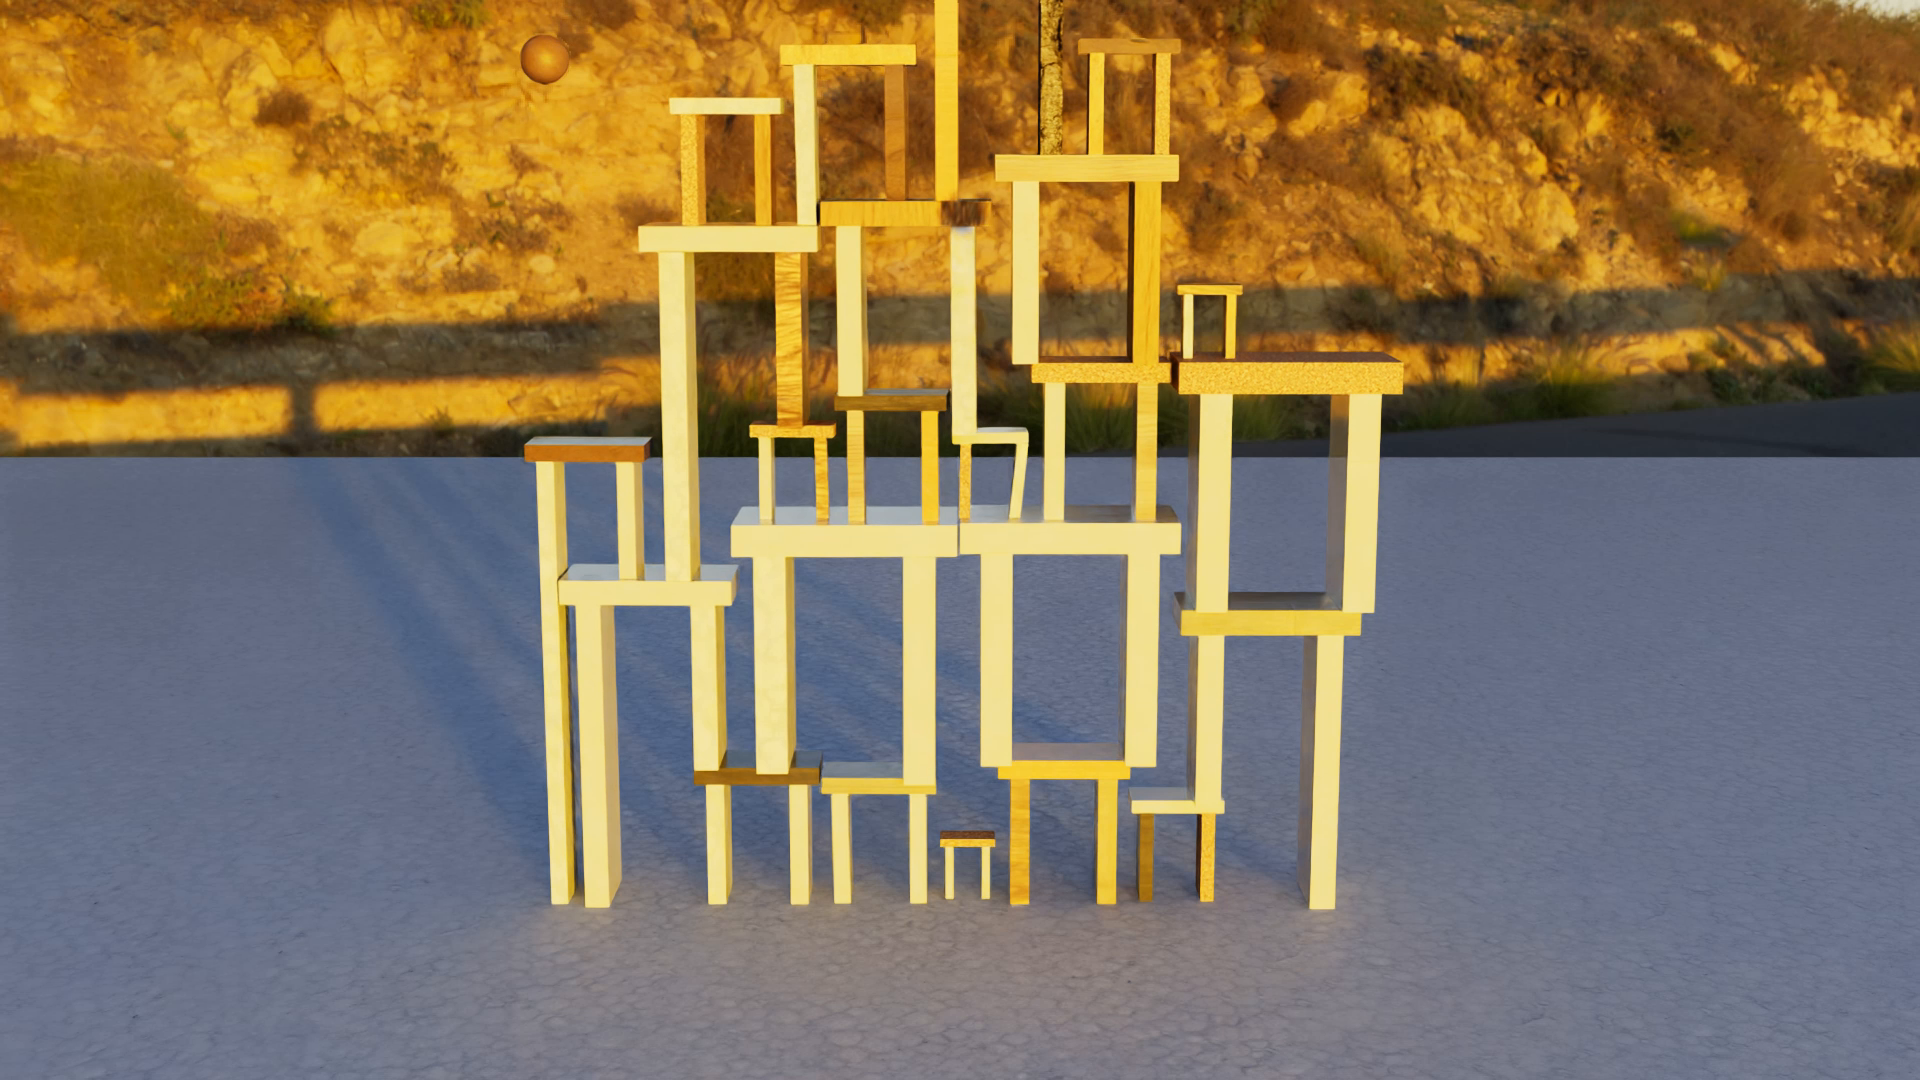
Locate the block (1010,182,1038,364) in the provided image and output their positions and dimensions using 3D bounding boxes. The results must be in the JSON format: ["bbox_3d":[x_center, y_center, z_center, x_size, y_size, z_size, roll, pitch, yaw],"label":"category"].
[{"bbox_3d":[0.102,-0.427,3.481,0.040,0.282,0.141,0,11,0],"label":"block"}]

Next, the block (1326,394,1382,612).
[{"bbox_3d":[0.632,-0.072,3.543,0.049,0.348,0.174,0,11,0],"label":"block"}]

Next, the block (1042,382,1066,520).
[{"bbox_3d":[0.150,-0.149,3.532,0.031,0.220,0.110,0,11,0],"label":"block"}]

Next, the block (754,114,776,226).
[{"bbox_3d":[-0.304,-0.580,3.440,0.024,0.170,0.085,0,11,1],"label":"block"}]

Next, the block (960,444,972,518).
[{"bbox_3d":[0.008,-0.100,3.537,0.017,0.121,0.060,1,11,0],"label":"block"}]

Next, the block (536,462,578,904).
[{"bbox_3d":[-0.659,0.229,3.600,0.027,0.736,0.095,0,11,0],"label":"block"}]

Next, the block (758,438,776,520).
[{"bbox_3d":[-0.310,-0.104,3.540,0.019,0.133,0.067,0,11,1],"label":"block"}]

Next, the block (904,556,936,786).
[{"bbox_3d":[-0.065,0.195,3.599,0.050,0.375,0.178,0,11,0],"label":"block"}]

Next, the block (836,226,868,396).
[{"bbox_3d":[-0.171,-0.368,3.493,0.037,0.265,0.132,0,11,2],"label":"block"}]

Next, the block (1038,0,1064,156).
[{"bbox_3d":[0.141,-0.721,3.421,0.034,0.239,0.119,0,11,0],"label":"block"}]

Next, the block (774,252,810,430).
[{"bbox_3d":[-0.265,-0.323,3.495,0.039,0.276,0.138,0,11,1],"label":"block"}]

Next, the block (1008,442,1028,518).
[{"bbox_3d":[0.094,-0.101,3.537,0.017,0.121,0.060,6,11,-1],"label":"block"}]

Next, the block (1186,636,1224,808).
[{"bbox_3d":[0.402,0.280,3.610,0.041,0.286,0.143,0,11,0],"label":"block"}]

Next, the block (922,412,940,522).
[{"bbox_3d":[-0.047,-0.125,3.533,0.025,0.177,0.089,0,11,1],"label":"block"}]

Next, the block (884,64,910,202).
[{"bbox_3d":[-0.098,-0.636,3.437,0.029,0.207,0.104,0,11,2],"label":"block"}]

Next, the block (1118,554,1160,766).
[{"bbox_3d":[0.291,0.178,3.595,0.049,0.348,0.174,0,11,0],"label":"block"}]

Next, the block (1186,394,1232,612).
[{"bbox_3d":[0.400,-0.072,3.543,0.049,0.348,0.174,0,11,0],"label":"block"}]

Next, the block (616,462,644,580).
[{"bbox_3d":[-0.531,-0.040,3.550,0.027,0.190,0.095,0,11,0],"label":"block"}]

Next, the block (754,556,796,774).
[{"bbox_3d":[-0.302,0.186,3.598,0.050,0.356,0.178,0,11,0],"label":"block"}]

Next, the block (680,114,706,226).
[{"bbox_3d":[-0.417,-0.580,3.442,0.024,0.170,0.085,0,11,2],"label":"block"}]

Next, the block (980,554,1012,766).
[{"bbox_3d":[0.059,0.178,3.596,0.049,0.348,0.174,0,11,0],"label":"block"}]

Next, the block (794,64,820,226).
[{"bbox_3d":[-0.239,-0.618,3.440,0.029,0.244,0.103,-1,11,0],"label":"block"}]

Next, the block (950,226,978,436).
[{"bbox_3d":[0.007,-0.337,3.494,0.037,0.326,0.132,0,11,1],"label":"block"}]

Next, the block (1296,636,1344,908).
[{"bbox_3d":[0.592,0.365,3.626,0.041,0.459,0.143,0,11,0],"label":"block"}]

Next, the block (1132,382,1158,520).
[{"bbox_3d":[0.296,-0.149,3.532,0.031,0.220,0.110,0,11,1],"label":"block"}]

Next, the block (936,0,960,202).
[{"bbox_3d":[-0.020,-0.685,3.421,0.034,0.309,0.119,0,11,1],"label":"block"}]

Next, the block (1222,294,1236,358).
[{"bbox_3d":[0.428,-0.341,3.496,0.014,0.101,0.050,0,11,0],"label":"block"}]

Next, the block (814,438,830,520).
[{"bbox_3d":[-0.222,-0.104,3.541,0.019,0.133,0.067,-1,11,-2],"label":"block"}]

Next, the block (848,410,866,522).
[{"bbox_3d":[-0.165,-0.125,3.534,0.025,0.177,0.089,0,11,0],"label":"block"}]

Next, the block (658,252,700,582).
[{"bbox_3d":[-0.448,-0.203,3.524,0.039,0.522,0.138,0,11,0],"label":"block"}]

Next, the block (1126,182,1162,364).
[{"bbox_3d":[0.290,-0.426,3.480,0.040,0.282,0.141,0,11,0],"label":"block"}]

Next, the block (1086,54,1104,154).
[{"bbox_3d":[0.211,-0.680,3.435,0.022,0.154,0.077,0,11,0],"label":"block"}]

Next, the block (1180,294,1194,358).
[{"bbox_3d":[0.360,-0.341,3.496,0.014,0.101,0.050,0,11,0],"label":"block"}]

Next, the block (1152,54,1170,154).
[{"bbox_3d":[0.313,-0.680,3.434,0.022,0.154,0.077,0,11,1],"label":"block"}]
